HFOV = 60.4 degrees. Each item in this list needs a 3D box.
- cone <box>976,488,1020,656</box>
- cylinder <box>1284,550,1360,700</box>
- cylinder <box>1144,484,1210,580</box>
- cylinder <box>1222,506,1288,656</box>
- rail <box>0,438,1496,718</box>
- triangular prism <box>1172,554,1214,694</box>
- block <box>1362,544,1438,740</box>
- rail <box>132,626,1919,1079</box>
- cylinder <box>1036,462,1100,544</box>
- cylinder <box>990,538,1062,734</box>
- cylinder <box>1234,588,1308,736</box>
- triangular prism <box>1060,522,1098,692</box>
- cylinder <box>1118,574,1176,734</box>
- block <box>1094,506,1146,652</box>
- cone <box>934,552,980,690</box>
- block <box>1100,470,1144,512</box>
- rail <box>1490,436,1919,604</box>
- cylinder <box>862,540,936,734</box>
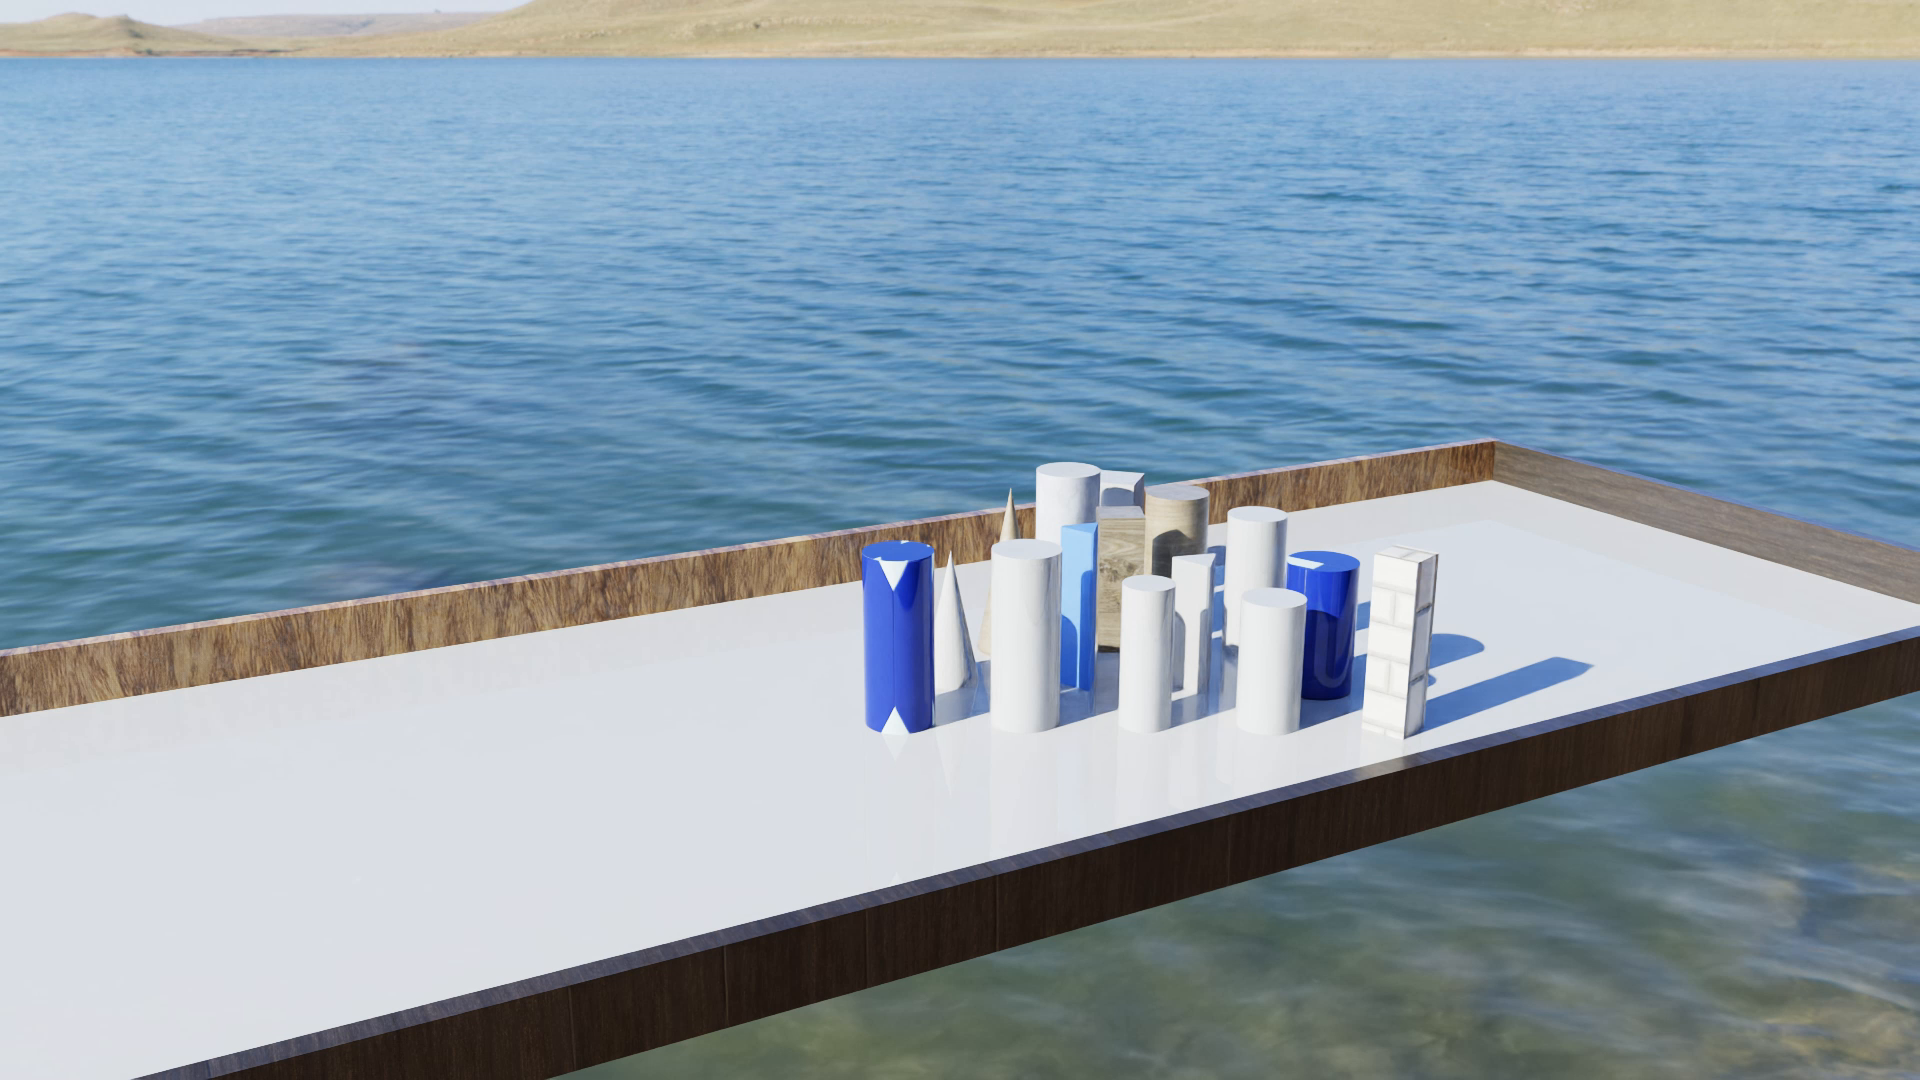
[{"bbox_3d":[0.132,0.073,4.325,0.174,0.440,0.174,0,16,0],"label":"cone"},{"bbox_3d":[0.884,0.209,4.060,0.176,0.329,0.176,0,16,0],"label":"cylinder"},{"bbox_3d":[0.596,0.042,4.571,0.175,0.361,0.175,0,16,0],"label":"cylinder"},{"bbox_3d":[0.772,0.110,4.327,0.155,0.369,0.155,0,16,0],"label":"cylinder"},{"bbox_3d":[-3.305,0.497,3.399,12.000,0.150,0.050,-9,18,-27],"label":"rail"},{"bbox_3d":[0.595,0.201,4.087,0.097,0.329,0.112,-15,22,-42],"label":"triangular prism"},{"bbox_3d":[1.014,0.235,3.803,0.105,0.425,0.105,14,22,40],"label":"block"},{"bbox_3d":[-2.336,1.006,1.665,12.000,0.150,0.050,-9,18,-27],"label":"rail"},{"bbox_3d":[0.299,0.004,4.609,0.177,0.413,0.177,0,16,0],"label":"cylinder"},{"bbox_3d":[0.154,0.223,3.846,0.164,0.423,0.164,0,16,0],"label":"cylinder"},{"bbox_3d":[0.724,0.282,3.842,0.150,0.312,0.150,0,16,0],"label":"cylinder"},{"bbox_3d":[0.310,0.161,4.085,0.096,0.406,0.083,14,21,39],"label":"triangular prism"},{"bbox_3d":[0.435,0.265,3.840,0.124,0.346,0.124,0,16,0],"label":"cylinder"},{"bbox_3d":[0.419,0.104,4.350,0.116,0.368,0.116,0,16,-1],"label":"block"},{"bbox_3d":[-0.023,0.187,4.116,0.144,0.340,0.144,0,16,0],"label":"cone"},{"bbox_3d":[0.451,-0.026,4.865,0.149,0.327,0.149,5,17,17],"label":"block"},{"bbox_3d":[2.466,-0.048,5.253,0.050,0.150,2.100,-9,18,-27],"label":"rail"},{"bbox_3d":[-0.142,0.226,3.841,0.167,0.419,0.167,0,16,0],"label":"cylinder"}]
